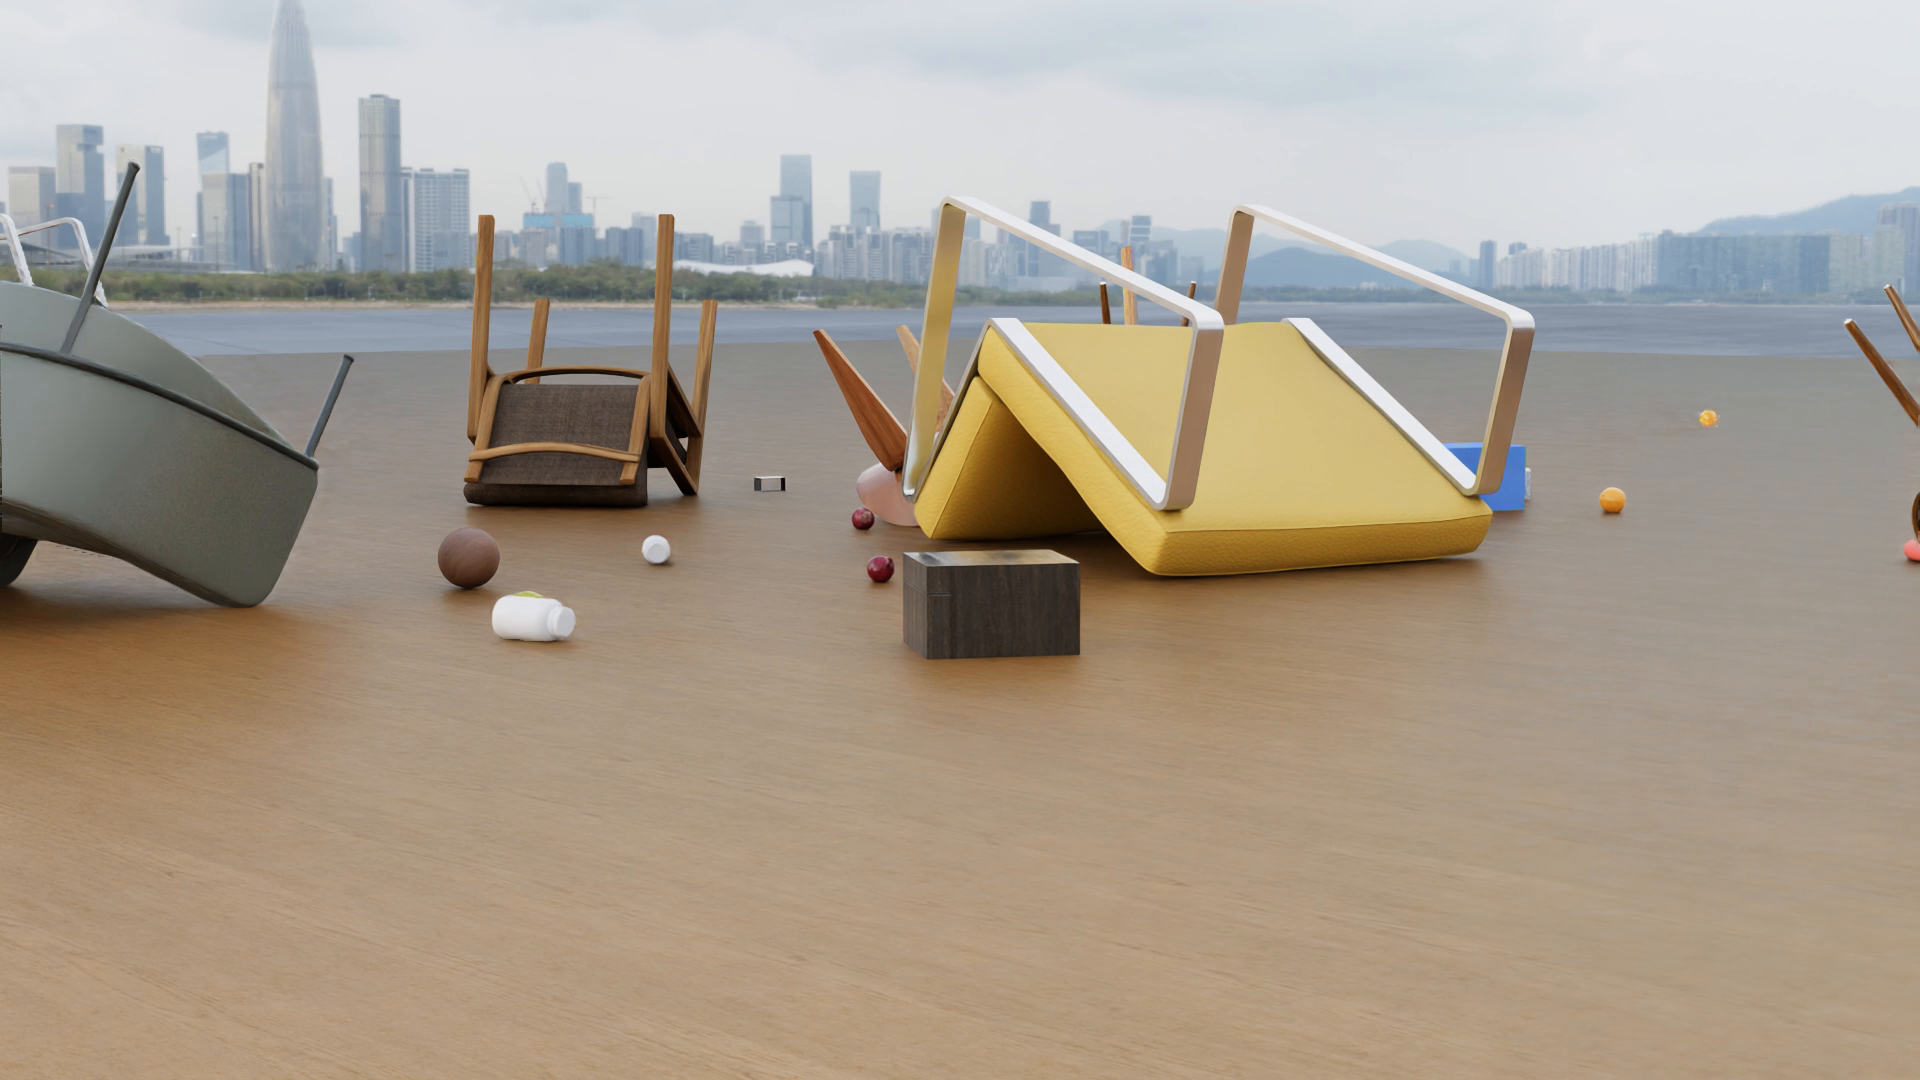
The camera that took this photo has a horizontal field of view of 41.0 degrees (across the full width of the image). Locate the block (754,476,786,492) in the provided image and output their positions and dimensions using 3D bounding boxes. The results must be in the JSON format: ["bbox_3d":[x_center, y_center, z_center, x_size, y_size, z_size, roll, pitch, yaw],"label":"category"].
[{"bbox_3d":[-0.584,-0.172,7.875,0.081,0.042,0.052,-3,7,-29],"label":"block"}]

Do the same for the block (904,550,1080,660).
[{"bbox_3d":[0.053,0.111,4.544,0.272,0.161,0.225,-1,6,-12],"label":"block"}]

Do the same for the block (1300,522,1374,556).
[{"bbox_3d":[0.898,-0.002,6.105,0.147,0.066,0.088,-4,7,-31],"label":"block"}]

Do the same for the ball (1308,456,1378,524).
[{"bbox_3d":[1.014,-0.133,6.808,0.184,0.184,0.184,0,6,0],"label":"ball"}]

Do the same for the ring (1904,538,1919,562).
[{"bbox_3d":[2.278,0.025,5.938,0.178,0.050,0.175,0,5,-2],"label":"ring"}]

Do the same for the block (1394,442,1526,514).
[{"bbox_3d":[1.415,-0.178,7.267,0.311,0.179,0.189,-2,6,-18],"label":"block"}]

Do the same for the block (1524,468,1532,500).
[{"bbox_3d":[1.591,-0.170,7.652,0.212,0.084,0.123,1,6,9],"label":"block"}]
